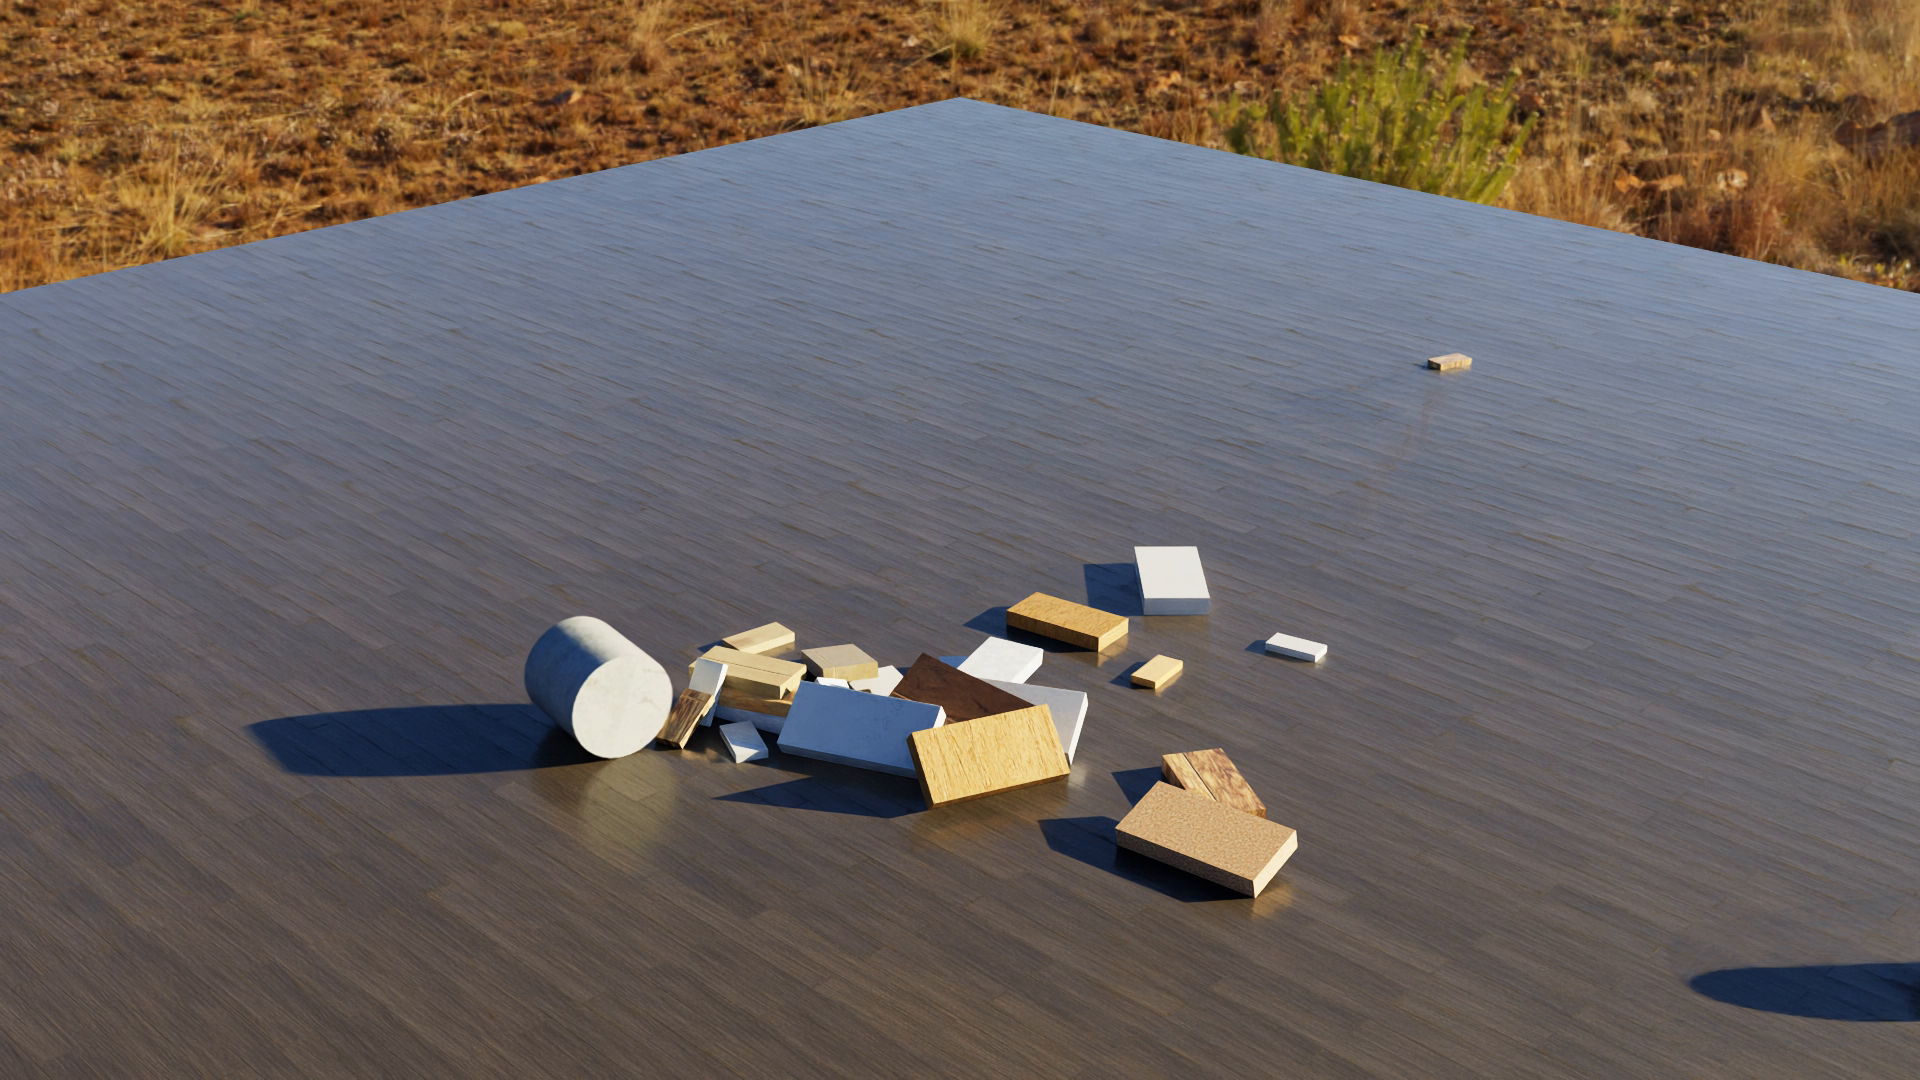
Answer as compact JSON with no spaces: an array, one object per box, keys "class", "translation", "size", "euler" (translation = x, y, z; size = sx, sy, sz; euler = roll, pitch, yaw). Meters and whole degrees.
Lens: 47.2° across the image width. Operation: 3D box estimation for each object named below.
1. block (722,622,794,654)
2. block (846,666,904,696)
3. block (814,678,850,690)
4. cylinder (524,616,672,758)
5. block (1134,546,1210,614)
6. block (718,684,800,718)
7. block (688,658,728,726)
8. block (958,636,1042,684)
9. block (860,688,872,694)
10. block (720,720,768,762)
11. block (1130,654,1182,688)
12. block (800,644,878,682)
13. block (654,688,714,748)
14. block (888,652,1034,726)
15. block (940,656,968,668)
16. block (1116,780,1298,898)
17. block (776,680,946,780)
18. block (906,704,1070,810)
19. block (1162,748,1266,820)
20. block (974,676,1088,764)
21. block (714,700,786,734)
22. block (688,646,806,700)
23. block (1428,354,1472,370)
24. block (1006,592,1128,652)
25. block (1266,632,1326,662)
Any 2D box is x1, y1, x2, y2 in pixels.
[{"class":"block","translation":[-0.475,0.235,5.178],"size":[0.152,0.022,0.076],"euler":[-17,29,-35]},{"class":"block","translation":[-0.157,0.355,4.879],"size":[0.123,0.035,0.247],"euler":[-11,25,-23]},{"class":"block","translation":[-0.258,0.364,4.767],"size":[0.076,0.022,0.152],"euler":[8,40,-38]},{"class":"cylinder","translation":[-0.778,0.314,4.722],"size":[0.234,0.234,0.234],"euler":[-15,27,-32]},{"class":"block","translation":[0.524,0.099,5.469],"size":[0.158,0.045,0.315],"euler":[0,23,0]},{"class":"block","translation":[-0.399,0.343,4.827],"size":[0.231,0.033,0.116],"euler":[8,24,19]},{"class":"block","translation":[-0.561,0.333,4.812],"size":[0.070,0.139,0.020],"euler":[13,-7,27]},{"class":"block","translation":[0.076,0.296,4.926],"size":[0.131,0.037,0.261],"euler":[13,25,21]},{"class":"block","translation":[-0.202,0.387,4.730],"size":[0.076,0.022,0.152],"euler":[-5,47,-30]},{"class":"block","translation":[-0.464,0.432,4.717],"size":[0.070,0.020,0.139],"euler":[-8,24,-19]},{"class":"block","translation":[0.450,0.301,5.029],"size":[0.063,0.018,0.127],"euler":[15,27,31]},{"class":"block","translation":[-0.274,0.280,4.976],"size":[0.123,0.035,0.247],"euler":[-6,9,-15]},{"class":"block","translation":[-0.596,0.385,4.754],"size":[0.070,0.020,0.139],"euler":[12,51,26]},{"class":"block","translation":[0.005,0.366,4.687],"size":[0.309,0.044,0.154],"euler":[23,59,27]},{"class":"block","translation":[0.017,0.331,4.936],"size":[0.123,0.035,0.247],"euler":[0,23,-1]},{"class":"block","translation":[0.479,0.580,4.288],"size":[0.315,0.045,0.157],"euler":[17,43,35]},{"class":"block","translation":[-0.209,0.401,4.655],"size":[0.326,0.044,0.154],"euler":[9,60,20]},{"class":"block","translation":[0.059,0.446,4.532],"size":[0.309,0.044,0.154],"euler":[-10,70,-22]},{"class":"block","translation":[0.518,0.511,4.509],"size":[0.130,0.037,0.261],"euler":[-6,24,-13]},{"class":"block","translation":[0.093,0.381,4.716],"size":[0.331,0.045,0.158],"euler":[7,52,16]},{"class":"block","translation":[-0.435,0.371,4.844],"size":[0.231,0.033,0.116],"euler":[12,26,27]},{"class":"block","translation":[-0.470,0.292,4.862],"size":[0.231,0.033,0.116],"euler":[10,25,23]},{"class":"block","translation":[1.580,-0.576,7.096],"size":[0.127,0.018,0.063],"euler":[-12,26,-27]},{"class":"block","translation":[0.256,0.194,5.256],"size":[0.261,0.037,0.130],"euler":[16,28,32]},{"class":"block","translation":[0.786,0.251,5.146],"size":[0.127,0.018,0.063],"euler":[14,27,30]}]
